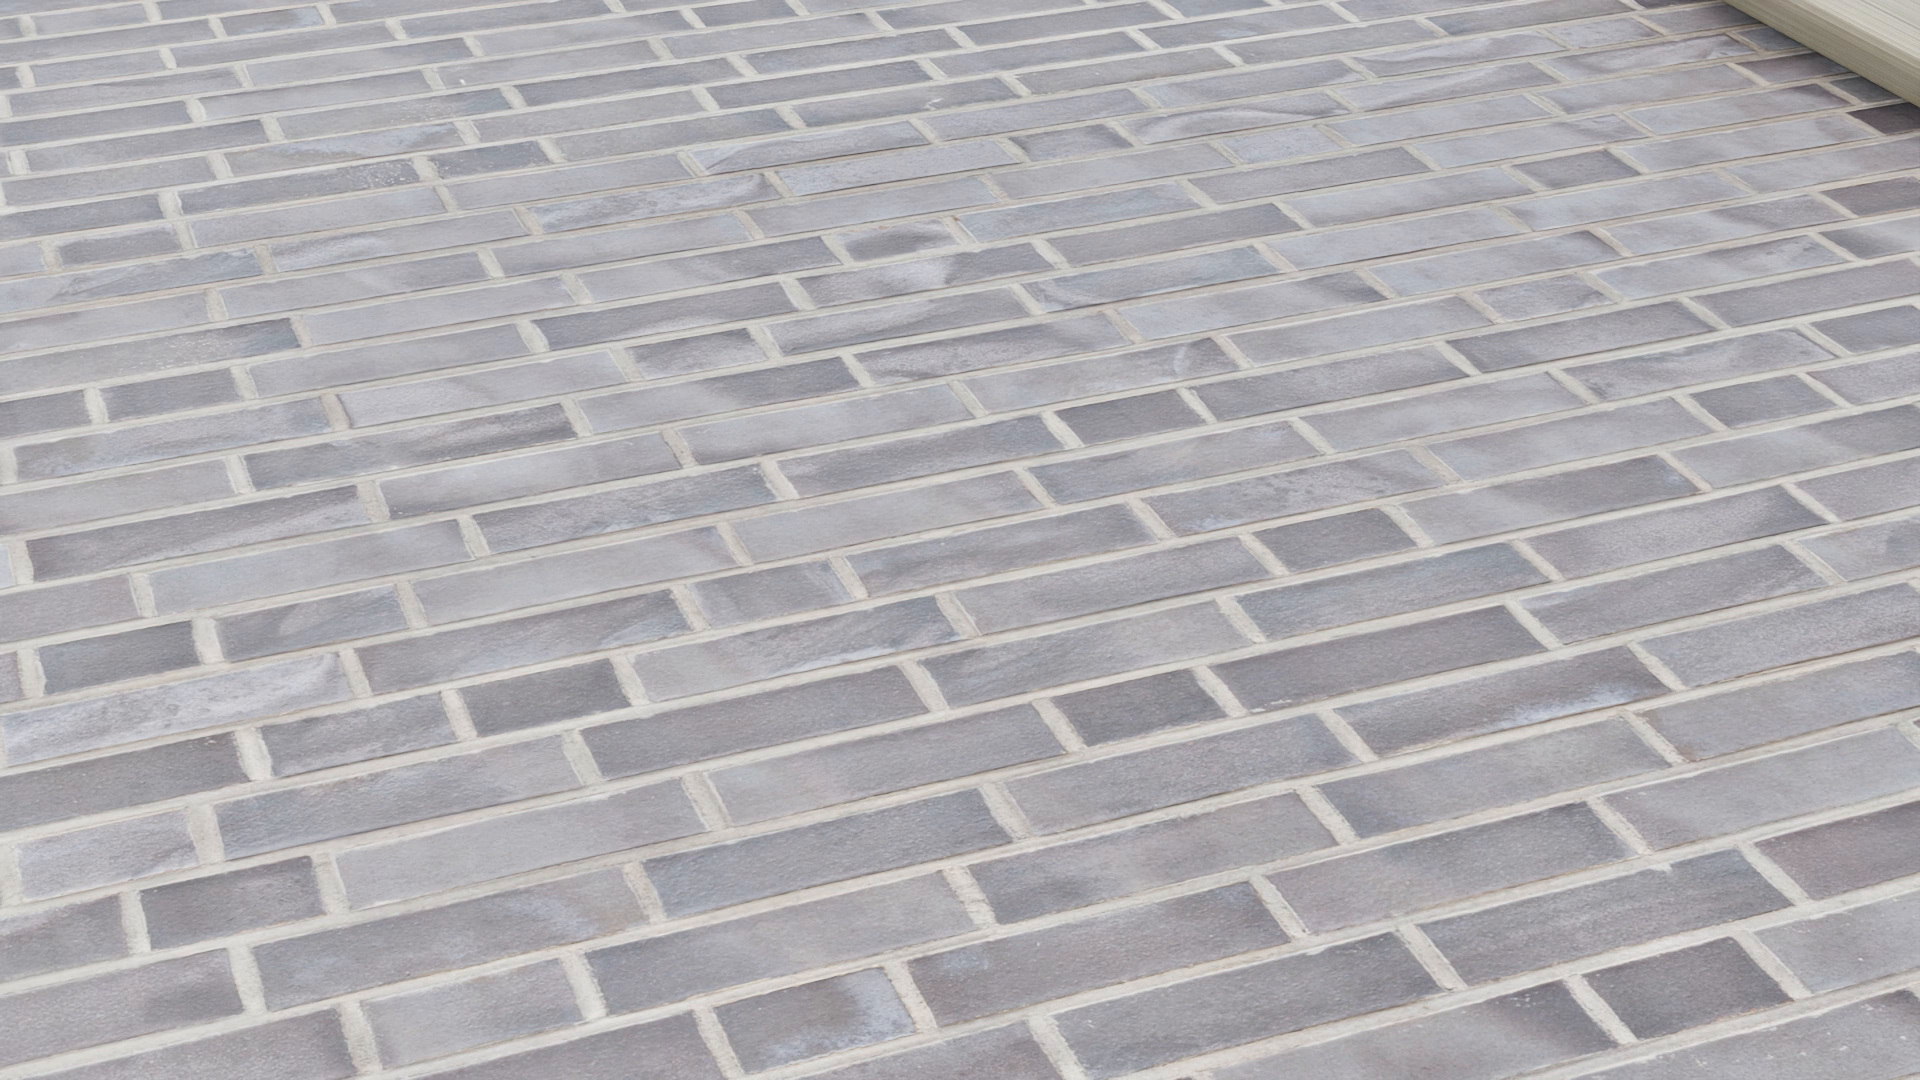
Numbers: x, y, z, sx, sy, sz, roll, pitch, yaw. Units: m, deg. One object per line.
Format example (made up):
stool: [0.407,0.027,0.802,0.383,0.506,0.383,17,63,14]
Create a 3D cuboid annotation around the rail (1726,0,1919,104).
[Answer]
rail: [0.587,-0.675,2.916,0.045,0.116,4.060,-11,31,-18]
